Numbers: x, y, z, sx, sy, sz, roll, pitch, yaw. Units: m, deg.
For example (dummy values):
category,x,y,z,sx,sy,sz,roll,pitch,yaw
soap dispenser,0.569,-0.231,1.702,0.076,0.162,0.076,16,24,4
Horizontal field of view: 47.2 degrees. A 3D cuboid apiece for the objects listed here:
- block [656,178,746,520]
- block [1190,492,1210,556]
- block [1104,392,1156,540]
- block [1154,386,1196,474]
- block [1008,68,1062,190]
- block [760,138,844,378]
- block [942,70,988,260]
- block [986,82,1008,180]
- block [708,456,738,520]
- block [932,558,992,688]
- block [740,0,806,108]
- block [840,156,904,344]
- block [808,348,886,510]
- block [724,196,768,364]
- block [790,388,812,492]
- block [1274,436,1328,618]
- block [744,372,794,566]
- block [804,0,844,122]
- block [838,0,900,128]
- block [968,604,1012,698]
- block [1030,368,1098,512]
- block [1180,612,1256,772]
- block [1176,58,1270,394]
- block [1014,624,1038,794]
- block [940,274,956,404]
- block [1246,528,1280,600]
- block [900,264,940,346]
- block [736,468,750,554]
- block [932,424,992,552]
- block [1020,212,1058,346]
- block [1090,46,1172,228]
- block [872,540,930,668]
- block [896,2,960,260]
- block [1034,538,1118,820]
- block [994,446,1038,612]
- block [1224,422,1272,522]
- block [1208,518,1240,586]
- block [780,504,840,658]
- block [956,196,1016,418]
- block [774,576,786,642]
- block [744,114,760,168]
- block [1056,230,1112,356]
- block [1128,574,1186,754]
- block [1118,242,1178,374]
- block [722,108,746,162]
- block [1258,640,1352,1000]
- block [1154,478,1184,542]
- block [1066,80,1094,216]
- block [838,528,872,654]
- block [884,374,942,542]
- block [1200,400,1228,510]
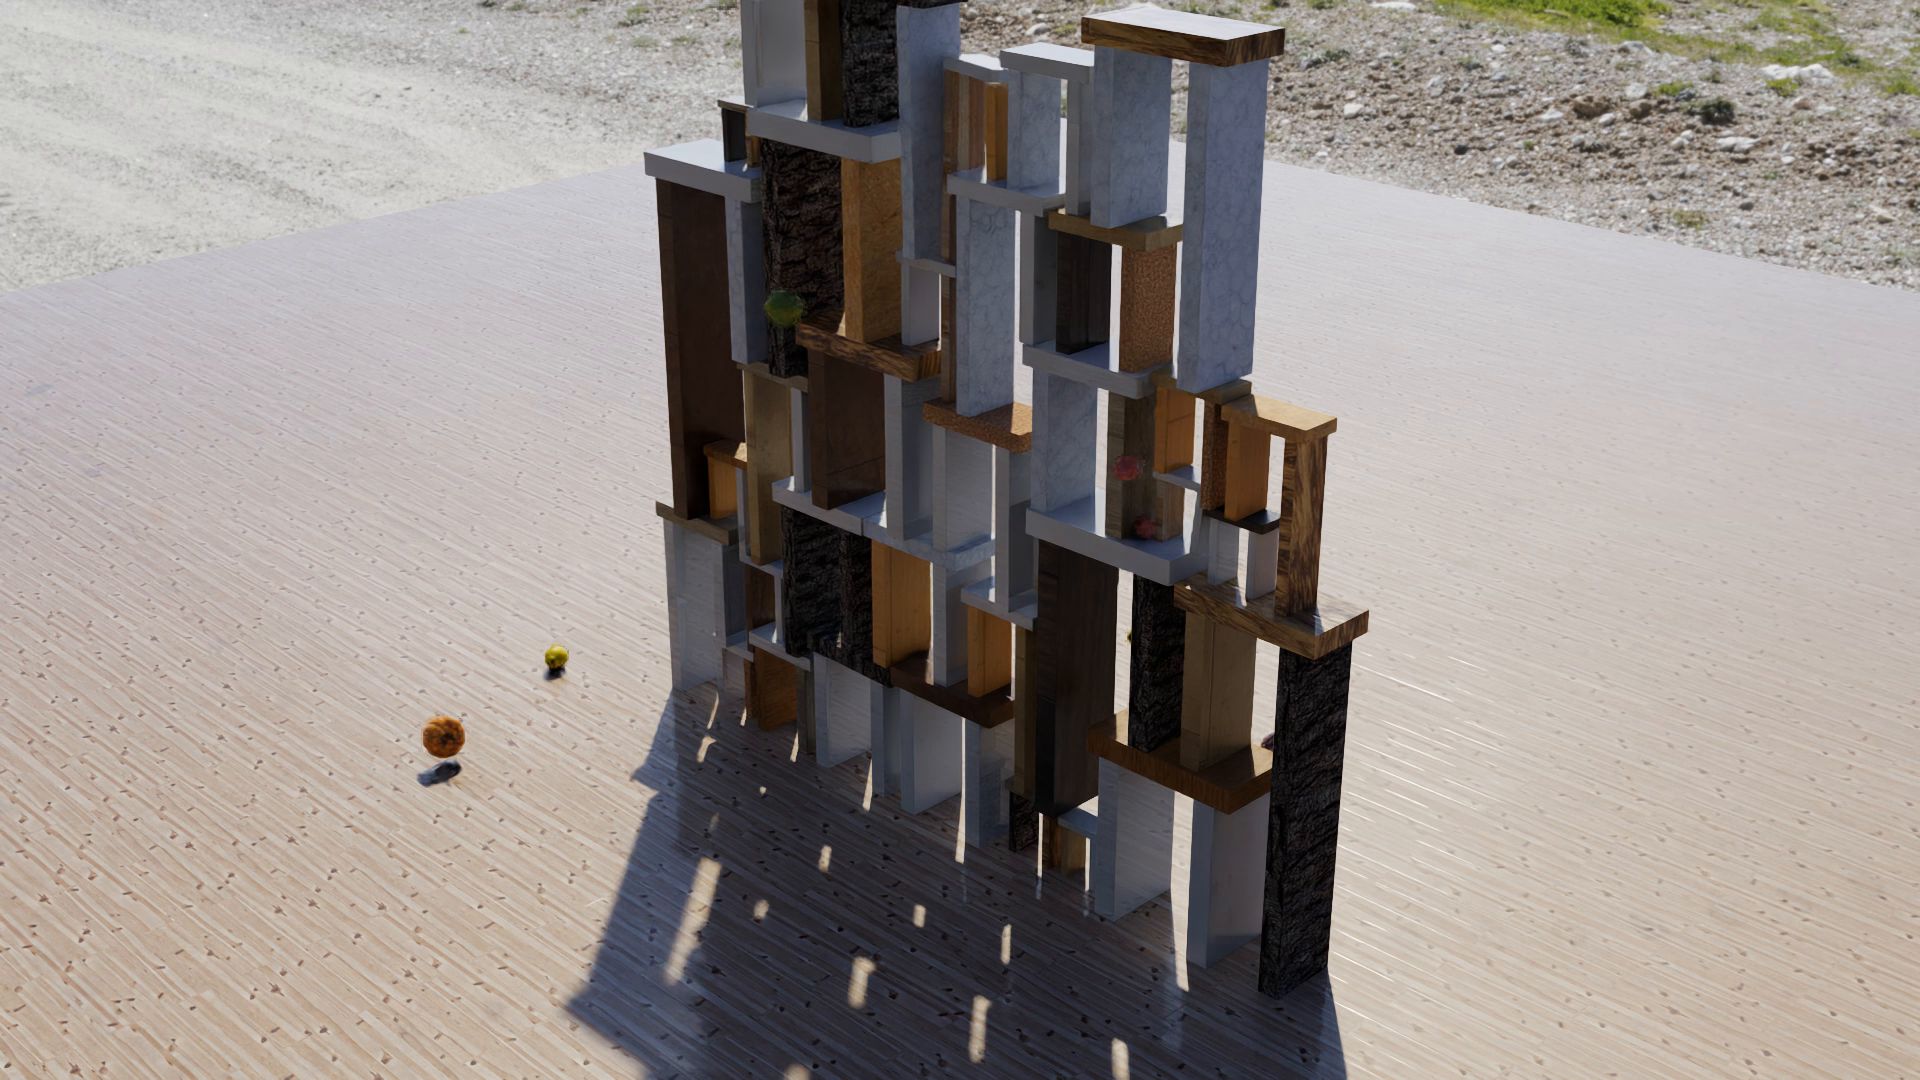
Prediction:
category,x,y,z,sx,sy,sz,roll,pitch,yaw
block,-0.541,-0.411,4.636,0.048,0.740,0.168,21,31,40
block,0.423,-0.035,3.754,0.058,0.115,0.016,-21,37,-40
block,0.312,-0.145,3.820,0.037,0.265,0.132,21,31,40
block,0.366,-0.196,3.744,0.077,0.155,0.022,-20,30,-39
block,0.128,-0.715,3.784,0.101,0.203,0.029,-21,31,-40
block,-0.301,-0.565,4.308,0.049,0.473,0.174,21,31,41
block,0.008,-0.677,3.963,0.081,0.336,0.023,-11,21,-36
block,0.082,-0.716,3.838,0.081,0.162,0.023,-21,29,-40
block,-0.505,-0.121,4.717,0.020,0.141,0.071,21,31,40
block,0.005,0.148,4.285,0.036,0.253,0.126,21,31,41
block,-0.352,-0.974,4.190,0.039,0.273,0.136,21,31,41
block,-0.139,-0.560,4.133,0.049,0.347,0.174,21,31,41
block,-0.221,-0.238,4.361,0.047,0.329,0.164,21,31,40
block,-0.384,-0.535,4.412,0.048,0.336,0.168,21,31,40
block,-0.287,-0.215,4.447,0.031,0.219,0.109,21,31,41
block,0.559,-0.029,3.602,0.024,0.308,0.085,21,31,41
block,-0.391,-0.160,4.581,0.031,0.426,0.109,21,31,40
block,-0.223,-0.924,4.071,0.136,0.273,0.039,-21,31,-40
block,-0.163,-0.881,4.020,0.033,0.234,0.117,20,30,41
block,0.058,0.200,4.244,0.095,0.189,0.027,-21,30,-41
block,0.187,-0.193,3.934,0.037,0.265,0.132,21,31,40
block,0.453,0.243,3.842,0.042,0.297,0.149,21,31,41
block,0.423,-0.511,3.547,0.042,0.535,0.148,21,31,41
block,0.147,0.310,4.194,0.095,0.351,0.027,-21,30,-40
block,0.000,-0.378,4.065,0.078,0.245,0.022,-21,31,-40
block,0.507,0.034,3.692,0.061,0.121,0.017,-21,31,-41
block,-0.074,-0.447,4.113,0.022,0.156,0.078,21,31,40
block,-0.438,-0.070,4.667,0.020,0.195,0.071,21,31,40
block,0.005,-0.115,4.169,0.035,0.250,0.125,21,31,40
block,0.156,-0.467,3.846,0.033,0.234,0.117,21,31,40
block,0.283,-0.674,3.627,0.042,0.295,0.148,21,31,40
block,-0.117,0.110,4.398,0.036,0.270,0.126,21,31,40
block,-0.052,-0.739,3.965,0.117,0.453,0.033,-18,27,-36
block,0.217,0.238,4.096,0.047,0.561,0.167,21,31,40
block,0.121,-0.035,4.074,0.125,0.323,0.035,-21,31,-40
block,0.478,-0.124,3.647,0.024,0.169,0.085,21,31,40
block,0.450,0.011,3.745,0.061,0.121,0.017,-21,31,-41
block,-0.305,0.068,4.588,0.038,0.338,0.134,21,31,41
block,0.047,-0.432,3.983,0.117,0.408,0.033,-21,31,-40
block,-0.358,0.136,4.674,0.074,0.148,0.021,-21,31,-40
block,-0.396,-0.789,4.322,0.053,0.106,0.015,-21,30,-40
block,0.215,-0.437,3.799,0.030,0.215,0.108,21,31,40
block,0.375,0.195,3.907,0.047,0.335,0.167,21,31,41
block,0.317,-0.398,3.706,0.030,0.215,0.108,21,31,40
block,-0.446,-0.808,4.368,0.053,0.106,0.015,-21,30,-40
block,0.594,0.471,3.787,0.042,0.674,0.149,21,31,41
block,0.364,-0.058,3.807,0.016,0.115,0.058,21,31,40
block,0.223,-0.667,3.700,0.029,0.224,0.101,21,31,40
block,-0.181,0.086,4.457,0.134,0.268,0.038,-21,30,-40
block,-0.068,-0.178,4.217,0.047,0.329,0.164,21,31,40
block,0.439,-0.151,3.683,0.077,0.191,0.022,-21,31,-40
